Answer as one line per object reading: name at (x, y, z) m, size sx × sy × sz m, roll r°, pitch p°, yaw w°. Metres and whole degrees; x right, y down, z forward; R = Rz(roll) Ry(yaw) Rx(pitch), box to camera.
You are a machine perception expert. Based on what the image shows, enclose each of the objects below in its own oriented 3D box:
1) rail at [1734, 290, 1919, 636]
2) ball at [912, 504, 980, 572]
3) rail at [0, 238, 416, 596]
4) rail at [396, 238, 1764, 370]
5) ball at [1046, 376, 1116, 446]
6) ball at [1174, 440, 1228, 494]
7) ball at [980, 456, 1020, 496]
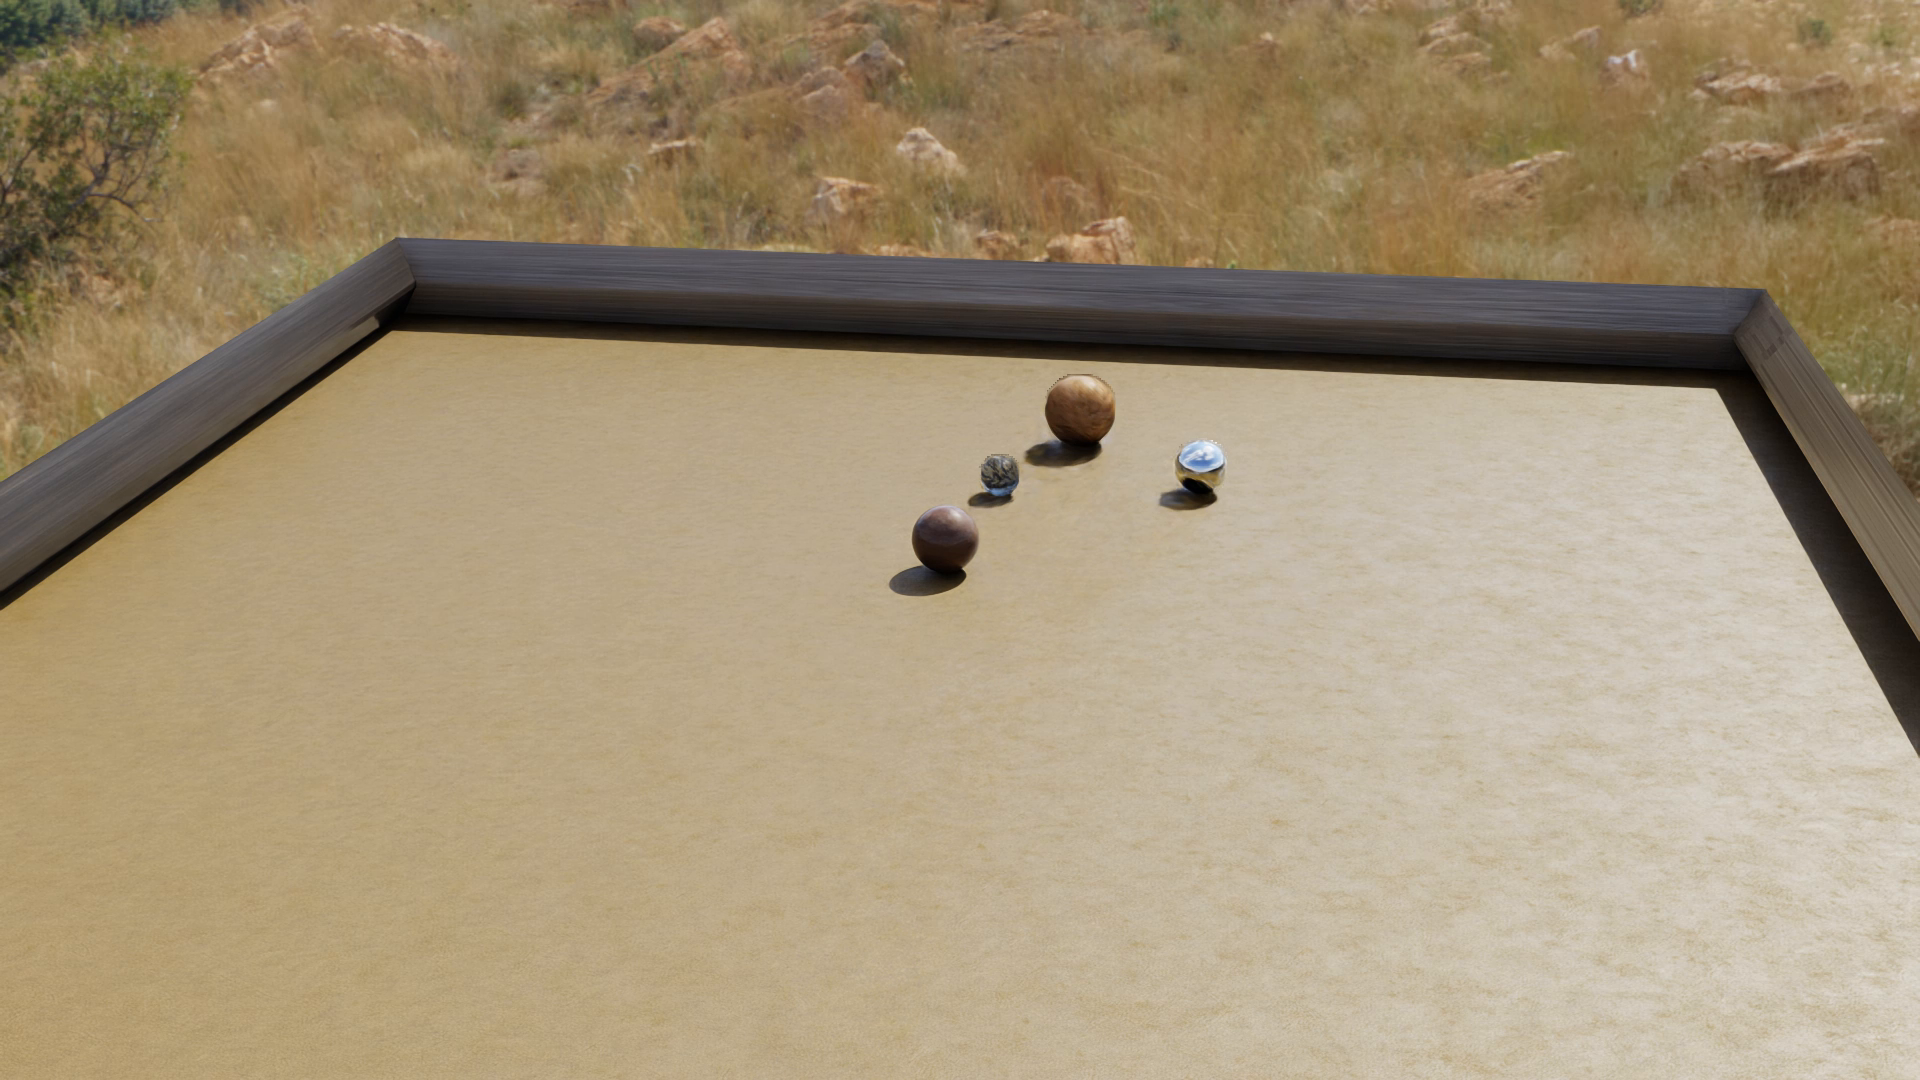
rail at (0.864, 0.364, 1.505) m, size 0.045 × 0.121 × 3.677 m, roll 3°, pitch 22°, yaw 8°
ball at (-0.016, -0.001, 2.487) m, size 0.077 × 0.077 × 0.077 m, roll 0°, pitch 22°, yaw 0°
rail at (-1.139, 0.252, 1.787) m, size 0.045 × 0.121 × 3.677 m, roll 3°, pitch 22°, yaw 8°
rail at (0.134, -0.354, 3.314) m, size 2.073 × 0.121 × 0.045 m, roll 3°, pitch 22°, yaw 8°
ball at (0.159, -0.170, 2.891) m, size 0.093 × 0.093 × 0.093 m, roll 0°, pitch 22°, yaw 0°
ball at (0.299, -0.090, 2.727) m, size 0.066 × 0.066 × 0.066 m, roll 0°, pitch 22°, yaw 0°
ball at (0.050, -0.079, 2.721) m, size 0.049 × 0.049 × 0.049 m, roll 0°, pitch 22°, yaw 0°
